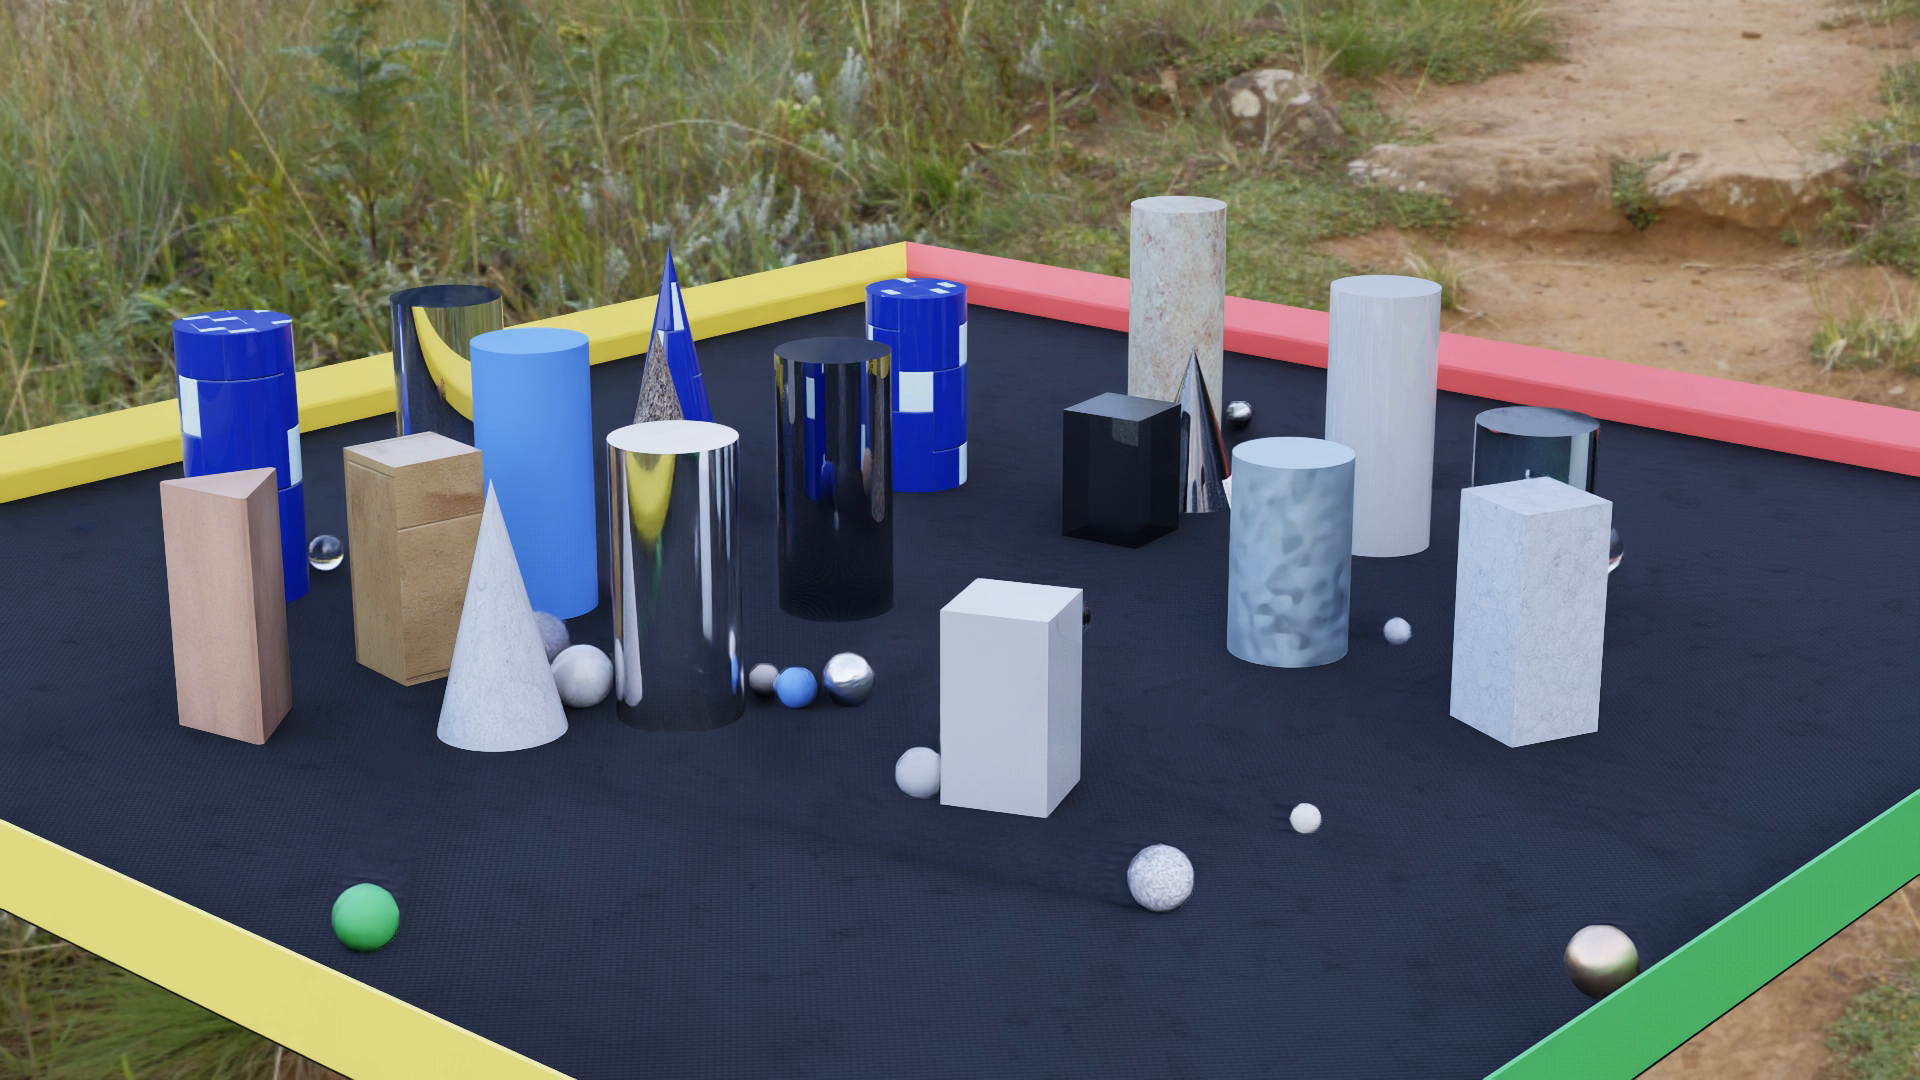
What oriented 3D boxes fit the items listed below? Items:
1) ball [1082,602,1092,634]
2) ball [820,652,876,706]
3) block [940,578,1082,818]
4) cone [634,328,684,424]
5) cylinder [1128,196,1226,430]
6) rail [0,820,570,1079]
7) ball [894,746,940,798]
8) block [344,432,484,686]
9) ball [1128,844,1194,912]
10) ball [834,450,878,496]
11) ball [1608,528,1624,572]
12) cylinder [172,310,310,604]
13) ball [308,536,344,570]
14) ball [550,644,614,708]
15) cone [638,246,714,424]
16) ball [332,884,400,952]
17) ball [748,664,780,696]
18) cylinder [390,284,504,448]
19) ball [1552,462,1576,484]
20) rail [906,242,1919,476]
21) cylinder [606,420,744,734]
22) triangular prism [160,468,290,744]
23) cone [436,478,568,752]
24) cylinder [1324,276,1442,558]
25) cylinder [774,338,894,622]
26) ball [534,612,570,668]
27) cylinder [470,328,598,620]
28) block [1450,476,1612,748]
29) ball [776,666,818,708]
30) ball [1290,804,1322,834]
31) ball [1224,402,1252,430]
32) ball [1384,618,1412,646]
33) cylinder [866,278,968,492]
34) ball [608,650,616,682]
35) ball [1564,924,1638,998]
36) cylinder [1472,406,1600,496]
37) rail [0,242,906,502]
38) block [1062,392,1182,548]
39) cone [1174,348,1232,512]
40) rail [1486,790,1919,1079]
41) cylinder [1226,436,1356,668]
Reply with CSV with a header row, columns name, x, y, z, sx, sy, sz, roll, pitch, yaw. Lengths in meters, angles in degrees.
name,x,y,z,sx,sy,sz,roll,pitch,yaw
ball,0.187,0.131,4.909,0.065,0.065,0.065,0,17,0
ball,-0.175,0.218,4.587,0.085,0.085,0.085,0,17,0
block,0.074,0.224,4.204,0.160,0.292,0.160,6,18,19
cone,-0.566,-0.218,5.523,0.200,0.380,0.200,0,17,0
cylinder,0.455,-0.467,6.167,0.200,0.483,0.200,0,17,0
rail,-1.194,0.429,3.803,3.576,0.130,0.045,14,22,39
ball,-0.057,0.334,4.217,0.074,0.074,0.074,0,17,0
block,-0.875,0.028,4.736,0.160,0.362,0.160,-14,22,-38
ball,0.263,0.442,3.837,0.088,0.088,0.088,0,17,0
ball,-0.204,-0.131,5.739,0.088,0.088,0.088,0,17,0
ball,1.138,0.017,5.240,0.093,0.093,0.093,0,17,0
cylinder,-1.245,-0.141,5.086,0.200,0.484,0.200,0,17,0
ball,-1.141,0.023,5.270,0.063,0.063,0.063,0,17,0
ball,-0.590,0.213,4.577,0.100,0.100,0.100,0,17,0
cone,-0.581,-0.374,5.919,0.200,0.451,0.200,0,17,0
ball,-0.754,0.479,3.719,0.085,0.085,0.085,0,17,0
ball,-0.309,0.222,4.634,0.049,0.049,0.049,0,17,0
cylinder,-0.923,-0.211,5.333,0.200,0.475,0.200,0,17,0
ball,1.195,-0.130,5.801,0.049,0.049,0.049,0,17,0
rail,1.194,-0.364,6.436,3.576,0.130,0.045,14,22,39
cylinder,-0.435,0.055,4.507,0.200,0.442,0.200,0,17,0
triangular prism,-1.089,0.092,4.479,0.173,0.386,0.150,10,20,30
cone,-0.701,0.098,4.440,0.200,0.398,0.200,0,17,0
cylinder,0.771,-0.229,5.378,0.200,0.483,0.200,0,17,0
cylinder,-0.215,-0.105,5.021,0.200,0.451,0.200,0,17,0
ball,-0.679,0.165,4.739,0.098,0.098,0.098,0,17,0
cylinder,-0.727,-0.113,5.020,0.200,0.468,0.200,0,17,0
block,0.868,0.107,4.467,0.160,0.365,0.160,-8,19,-25
ball,-0.255,0.230,4.579,0.065,0.065,0.065,0,17,0
ball,0.482,0.389,4.090,0.043,0.043,0.043,0,17,0
ball,0.592,-0.263,6.231,0.058,0.058,0.058,0,17,0
ball,0.728,0.152,4.873,0.046,0.046,0.046,0,17,0
cylinder,-0.086,-0.308,5.806,0.200,0.388,0.200,0,17,0
ball,-0.529,0.199,4.676,0.069,0.069,0.069,0,17,0
ball,0.785,0.515,3.589,0.090,0.090,0.090,0,17,0
cylinder,0.941,-0.012,4.836,0.200,0.380,0.200,0,17,0
rail,-1.332,-0.301,6.227,0.045,0.130,3.689,14,22,39
block,0.301,-0.131,5.471,0.160,0.242,0.160,11,20,32
cone,0.450,-0.226,5.680,0.200,0.305,0.200,0,17,0
rail,1.332,0.366,4.012,0.045,0.130,3.689,14,22,39
cylinder,0.543,0.018,4.814,0.200,0.335,0.200,0,17,0
